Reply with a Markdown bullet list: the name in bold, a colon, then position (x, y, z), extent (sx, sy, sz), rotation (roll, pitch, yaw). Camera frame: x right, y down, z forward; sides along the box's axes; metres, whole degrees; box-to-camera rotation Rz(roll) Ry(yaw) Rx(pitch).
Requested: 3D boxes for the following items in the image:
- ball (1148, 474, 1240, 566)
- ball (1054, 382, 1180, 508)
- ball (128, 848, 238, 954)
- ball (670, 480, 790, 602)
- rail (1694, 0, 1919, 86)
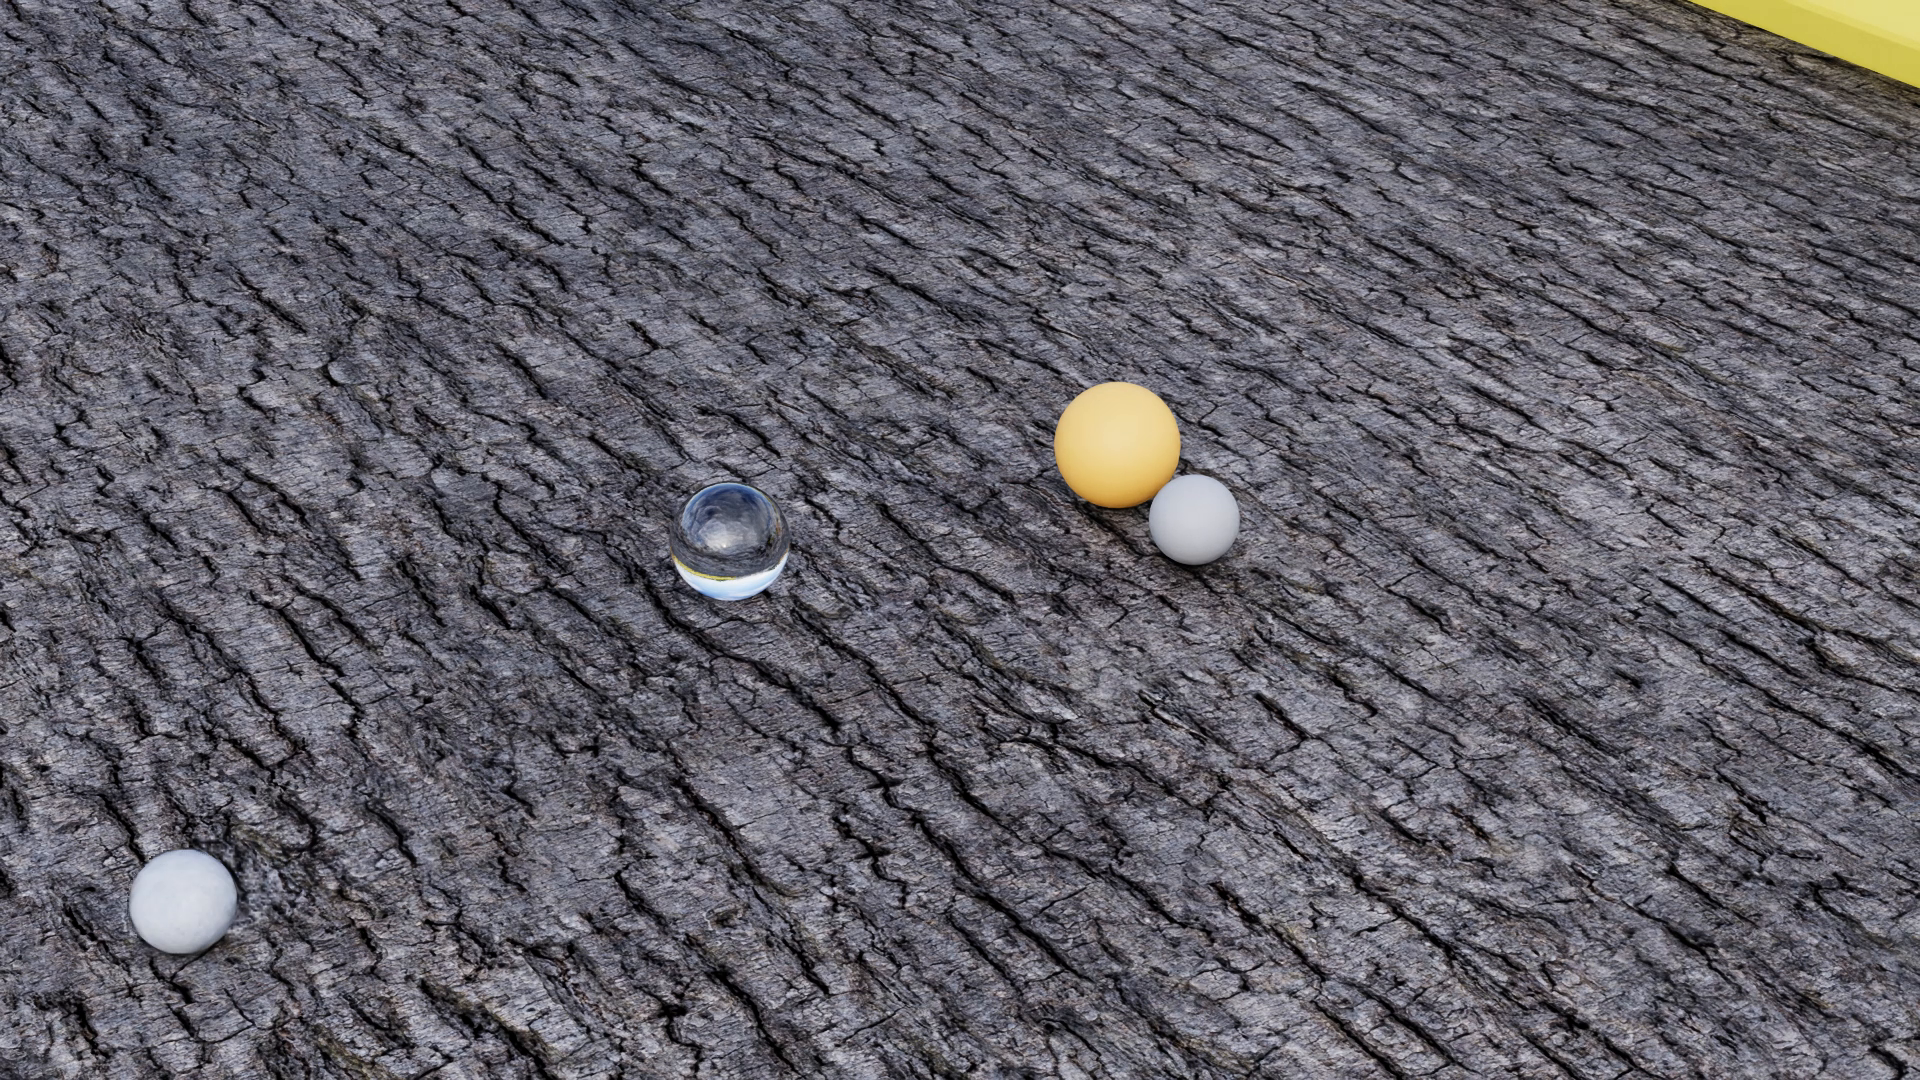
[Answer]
- **ball**: position (0.152, -0.013, 1.902), extent (0.059, 0.059, 0.059), rotation (0, 28, 0)
- **ball**: position (0.105, -0.063, 1.968), extent (0.085, 0.085, 0.085), rotation (0, 28, 0)
- **ball**: position (-0.405, 0.189, 1.534), extent (0.055, 0.055, 0.055), rotation (0, 28, 0)
- **ball**: position (-0.145, 0.001, 1.859), extent (0.076, 0.076, 0.076), rotation (0, 28, 0)
- **rail**: position (0.463, -0.772, 3.246), extent (0.045, 0.110, 4.398), rotation (-16, 32, -27)
